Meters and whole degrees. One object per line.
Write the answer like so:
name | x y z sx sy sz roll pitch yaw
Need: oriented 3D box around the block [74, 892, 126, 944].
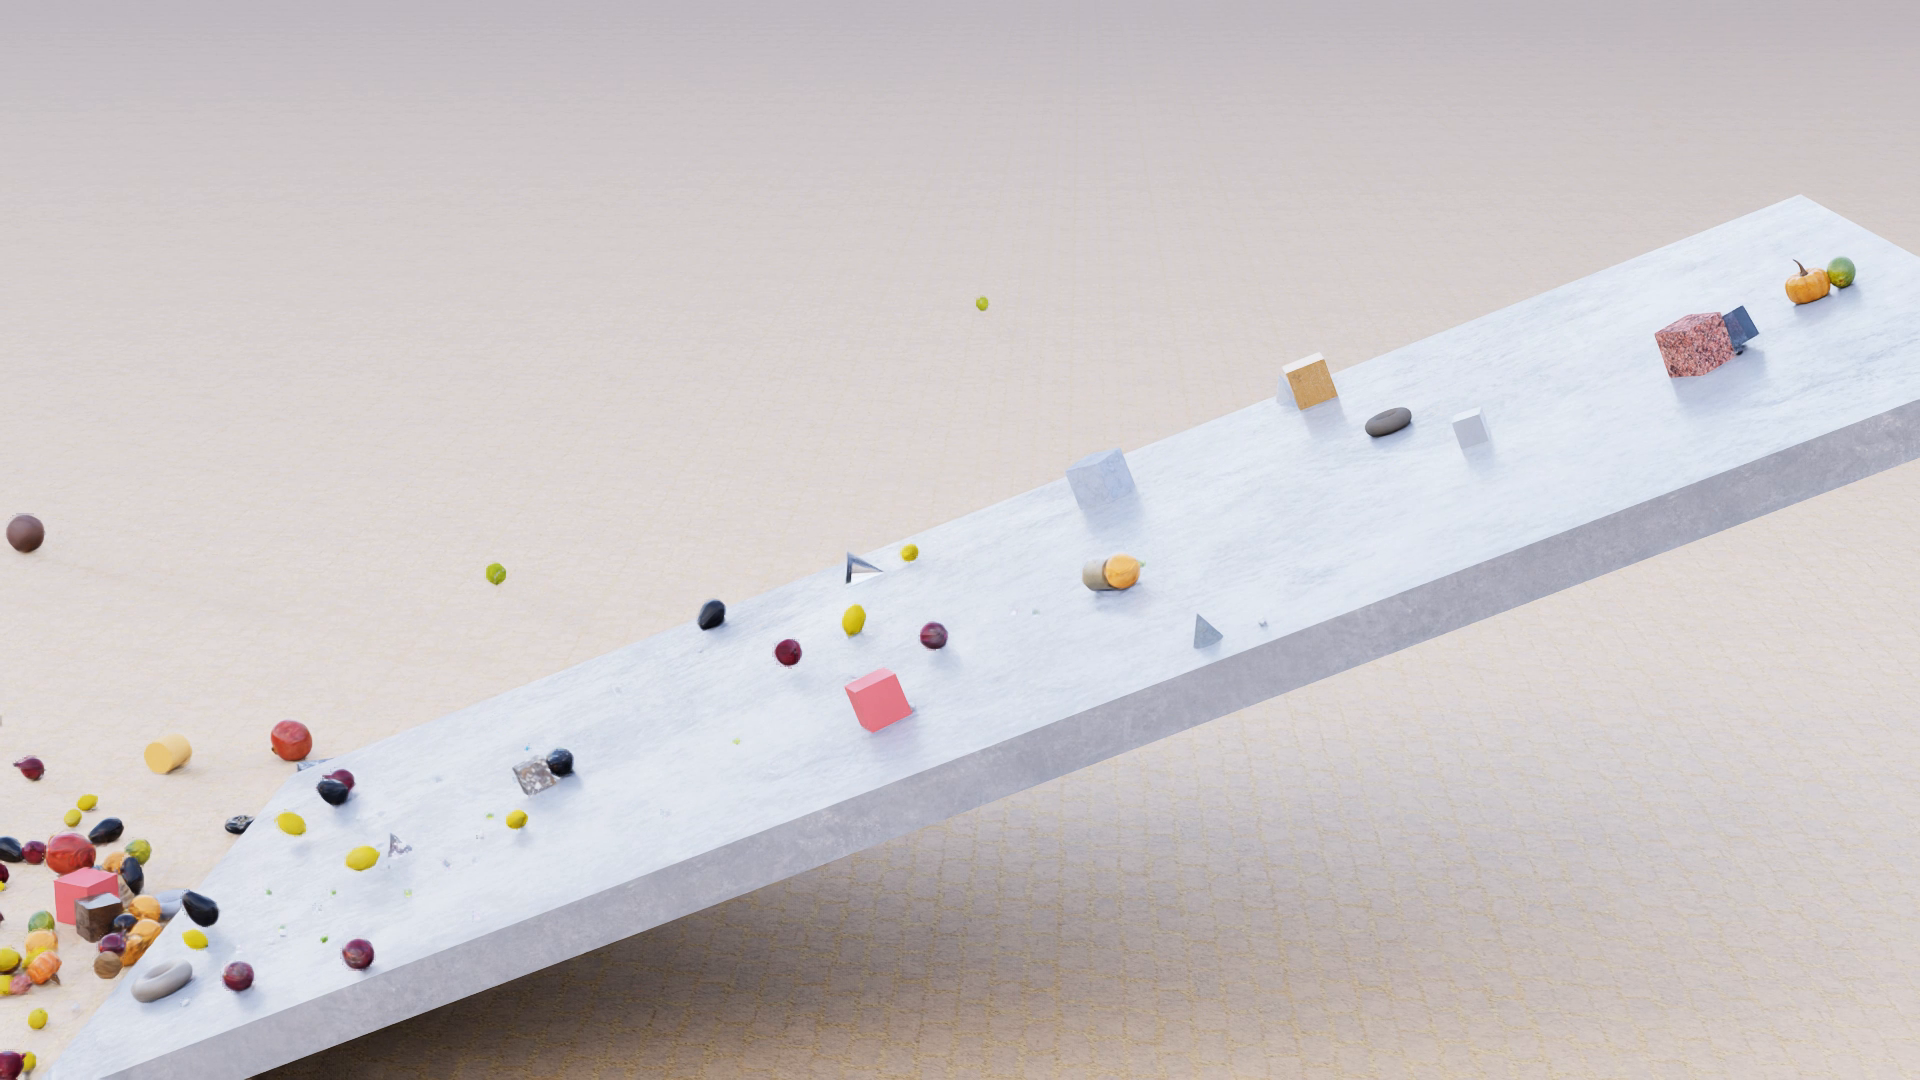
block | -1.954 0.857 6.678 0.081 0.081 0.081 -11 18 -38

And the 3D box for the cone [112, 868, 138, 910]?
cone | -1.966 0.806 6.858 0.093 0.093 0.093 0 14 0

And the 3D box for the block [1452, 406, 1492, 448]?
block | 1.043 -0.229 5.997 0.059 0.059 0.059 -18 13 20

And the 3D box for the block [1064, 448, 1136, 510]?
block | 0.325 -0.142 6.820 0.099 0.099 0.099 -12 16 42

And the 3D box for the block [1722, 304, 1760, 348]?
block | 1.536 -0.417 5.866 0.067 0.067 0.067 -28 -3 -24

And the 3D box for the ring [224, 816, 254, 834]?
ring | -1.798 0.713 7.367 0.087 0.029 0.087 1 12 0

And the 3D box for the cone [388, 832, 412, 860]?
cone | -1.203 0.645 6.267 0.054 0.054 0.054 -22 12 5

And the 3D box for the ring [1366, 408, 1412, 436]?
ring | 0.929 -0.256 6.380 0.106 0.035 0.106 -22 11 4

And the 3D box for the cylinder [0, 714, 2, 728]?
cylinder | -2.695 0.503 8.146 0.060 0.060 0.060 9 19 33

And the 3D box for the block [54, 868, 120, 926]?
block | -2.010 0.824 6.773 0.100 0.100 0.100 7 15 26

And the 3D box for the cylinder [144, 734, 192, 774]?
cylinder | -2.108 0.569 7.831 0.087 0.087 0.087 6 15 22

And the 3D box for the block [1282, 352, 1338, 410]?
block | 0.825 -0.375 6.937 0.095 0.095 0.095 -21 12 5

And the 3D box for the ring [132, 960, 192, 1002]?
ring | -1.618 0.893 5.963 0.130 0.043 0.130 -21 13 5

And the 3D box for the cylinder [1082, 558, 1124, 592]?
cylinder | 0.294 0.070 6.039 0.063 0.063 0.063 -11 0 -38

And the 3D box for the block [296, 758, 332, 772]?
block | -1.650 0.626 7.579 0.096 0.096 0.096 -5 15 -21

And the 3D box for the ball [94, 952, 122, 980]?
ball | -1.806 0.901 6.230 0.059 0.059 0.059 0 14 0

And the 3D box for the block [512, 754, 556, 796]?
block | -0.917 0.507 6.328 0.063 0.063 0.063 -26 13 -18

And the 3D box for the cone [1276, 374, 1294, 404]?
cone | 0.778 -0.371 7.084 0.063 0.063 0.063 -22 12 5

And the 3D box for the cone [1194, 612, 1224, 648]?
cone | 0.444 0.160 5.388 0.059 0.059 0.059 -22 12 5

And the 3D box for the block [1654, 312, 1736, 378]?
block | 1.461 -0.388 5.845 0.096 0.096 0.096 -28 13 -25

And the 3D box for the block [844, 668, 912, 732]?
block | -0.160 0.312 5.746 0.088 0.088 0.088 -25 12 -13

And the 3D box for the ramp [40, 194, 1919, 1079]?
ramp | 0.124 0.173 6.290 4.000 0.100 2.000 -21 12 7

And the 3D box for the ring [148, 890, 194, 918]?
ring | -1.823 0.843 6.816 0.116 0.039 0.116 -4 16 1
